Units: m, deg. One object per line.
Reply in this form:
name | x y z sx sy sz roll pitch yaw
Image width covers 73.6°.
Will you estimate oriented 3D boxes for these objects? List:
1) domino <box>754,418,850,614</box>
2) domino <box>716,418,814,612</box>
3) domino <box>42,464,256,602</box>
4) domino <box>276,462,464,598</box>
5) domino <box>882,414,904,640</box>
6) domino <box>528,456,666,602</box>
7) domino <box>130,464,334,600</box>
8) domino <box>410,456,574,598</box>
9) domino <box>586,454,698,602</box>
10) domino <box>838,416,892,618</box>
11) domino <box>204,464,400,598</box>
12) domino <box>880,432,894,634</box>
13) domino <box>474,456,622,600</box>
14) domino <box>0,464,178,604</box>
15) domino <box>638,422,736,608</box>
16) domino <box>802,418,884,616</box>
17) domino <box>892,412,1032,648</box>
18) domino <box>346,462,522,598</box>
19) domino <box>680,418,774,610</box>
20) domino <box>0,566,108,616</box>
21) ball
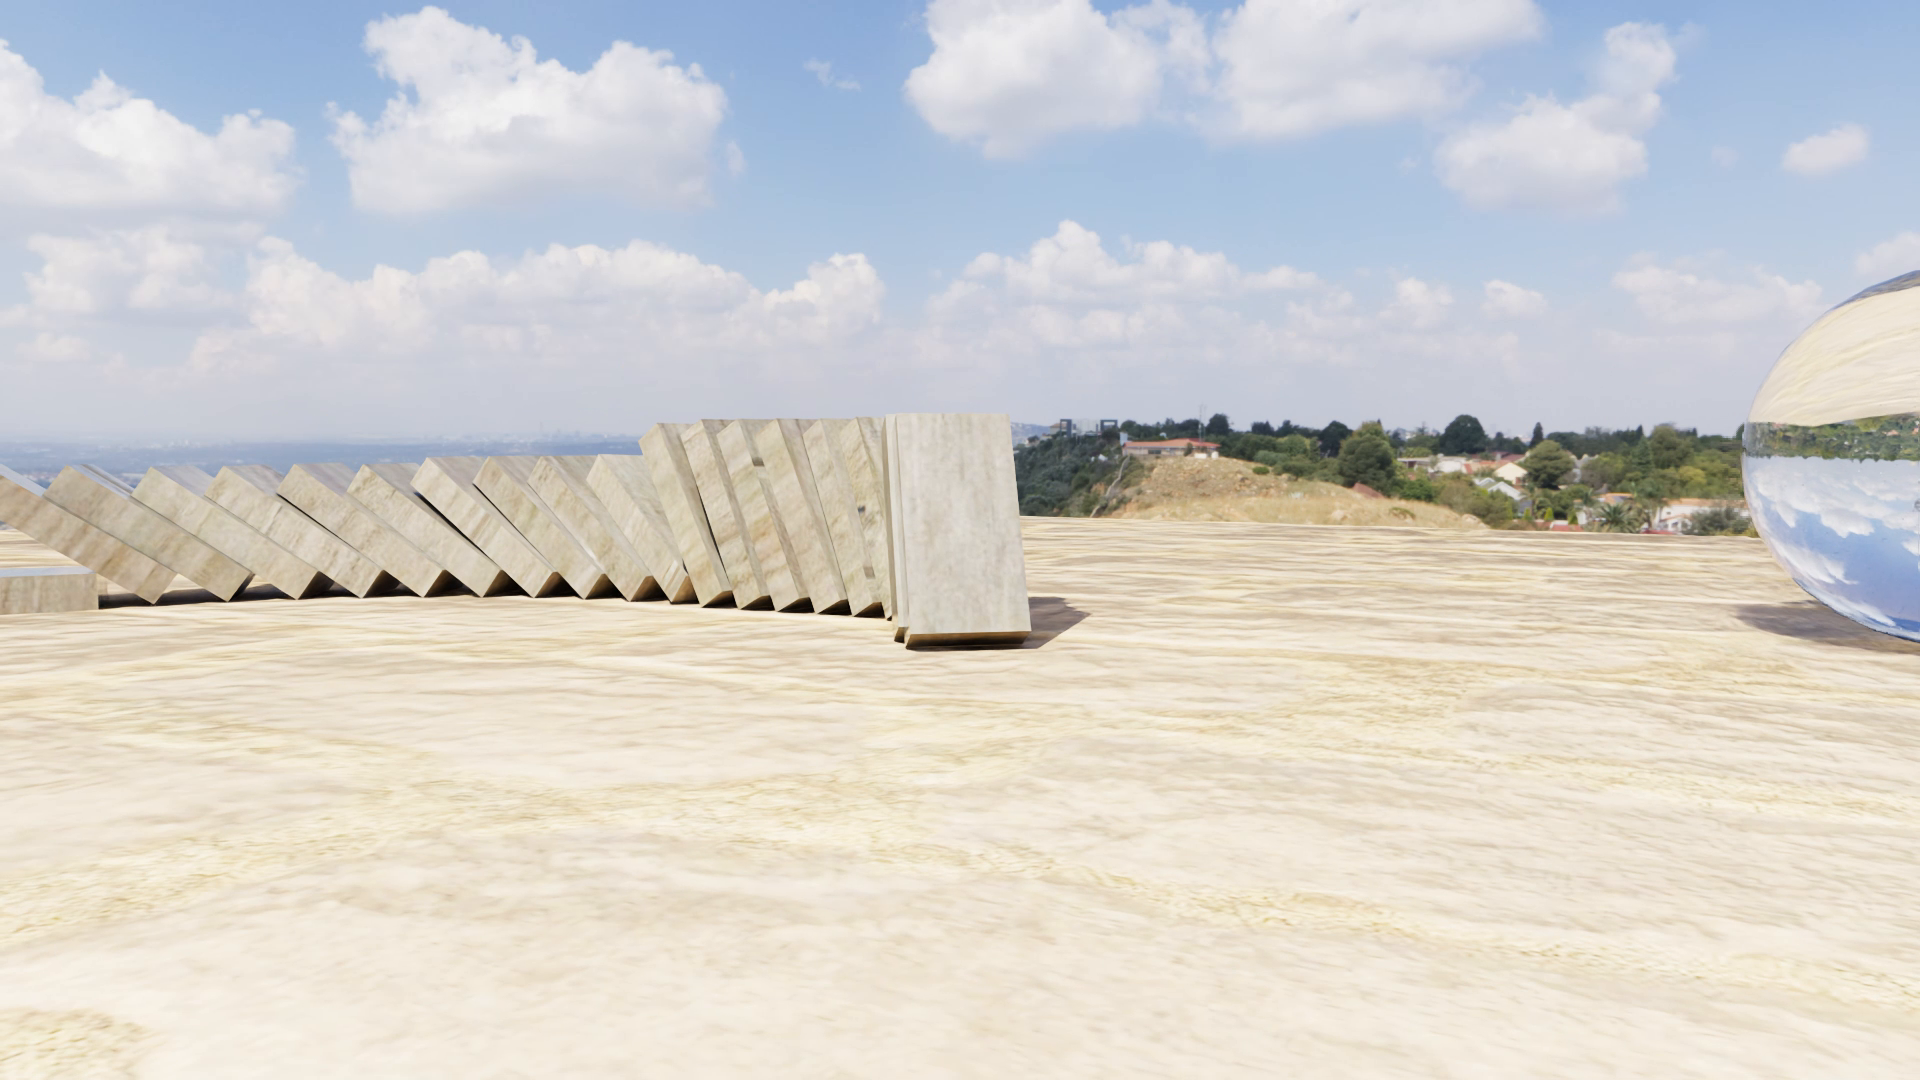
domino | -0.033 -0.007 0.333 0.010 0.050 0.025 -30 -16 37
domino | -0.044 -0.007 0.337 0.010 0.050 0.025 -30 -16 37
domino | -0.217 -0.002 0.348 0.050 0.010 0.025 37 -10 -19
domino | -0.165 -0.003 0.367 0.050 0.009 0.025 36 5 -1
domino | -0.003 -0.003 0.285 0.025 0.050 0.009 -1 -21 -10
domino | -0.097 -0.004 0.362 0.050 0.009 0.025 45 24 20
domino | -0.200 -0.003 0.358 0.050 0.010 0.025 35 -1 -9
domino | -0.130 -0.004 0.368 0.050 0.010 0.025 40 13 9
domino | -0.081 -0.004 0.358 0.025 0.010 0.050 -2 44 -50
domino | -0.012 -0.006 0.321 0.025 0.050 0.010 -2 -22 -37
domino | -0.183 -0.003 0.363 0.050 0.010 0.025 35 2 -5
domino | -0.004 -0.004 0.296 0.025 0.050 0.010 -1 -21 -10
domino | -0.113 -0.005 0.367 0.050 0.010 0.025 43 19 15
domino | -0.232 -0.002 0.336 0.050 0.009 0.025 38 -14 -26
domino | -0.066 -0.007 0.346 0.009 0.050 0.025 -35 -18 35
domino | -0.021 -0.006 0.327 0.025 0.050 0.010 -3 -21 -39
domino | 0.000 -0.003 0.275 0.025 0.050 0.009 -1 -21 -10
domino | -0.147 -0.004 0.369 0.050 0.009 0.025 37 9 6
domino | -0.054 -0.008 0.341 0.009 0.050 0.025 -30 -16 37
domino | -0.249 0.013 0.327 0.050 0.010 0.025 -2 5 -29
ball | 0.209 -0.017 0.266 0.080 0.080 0.080 0 4 0
